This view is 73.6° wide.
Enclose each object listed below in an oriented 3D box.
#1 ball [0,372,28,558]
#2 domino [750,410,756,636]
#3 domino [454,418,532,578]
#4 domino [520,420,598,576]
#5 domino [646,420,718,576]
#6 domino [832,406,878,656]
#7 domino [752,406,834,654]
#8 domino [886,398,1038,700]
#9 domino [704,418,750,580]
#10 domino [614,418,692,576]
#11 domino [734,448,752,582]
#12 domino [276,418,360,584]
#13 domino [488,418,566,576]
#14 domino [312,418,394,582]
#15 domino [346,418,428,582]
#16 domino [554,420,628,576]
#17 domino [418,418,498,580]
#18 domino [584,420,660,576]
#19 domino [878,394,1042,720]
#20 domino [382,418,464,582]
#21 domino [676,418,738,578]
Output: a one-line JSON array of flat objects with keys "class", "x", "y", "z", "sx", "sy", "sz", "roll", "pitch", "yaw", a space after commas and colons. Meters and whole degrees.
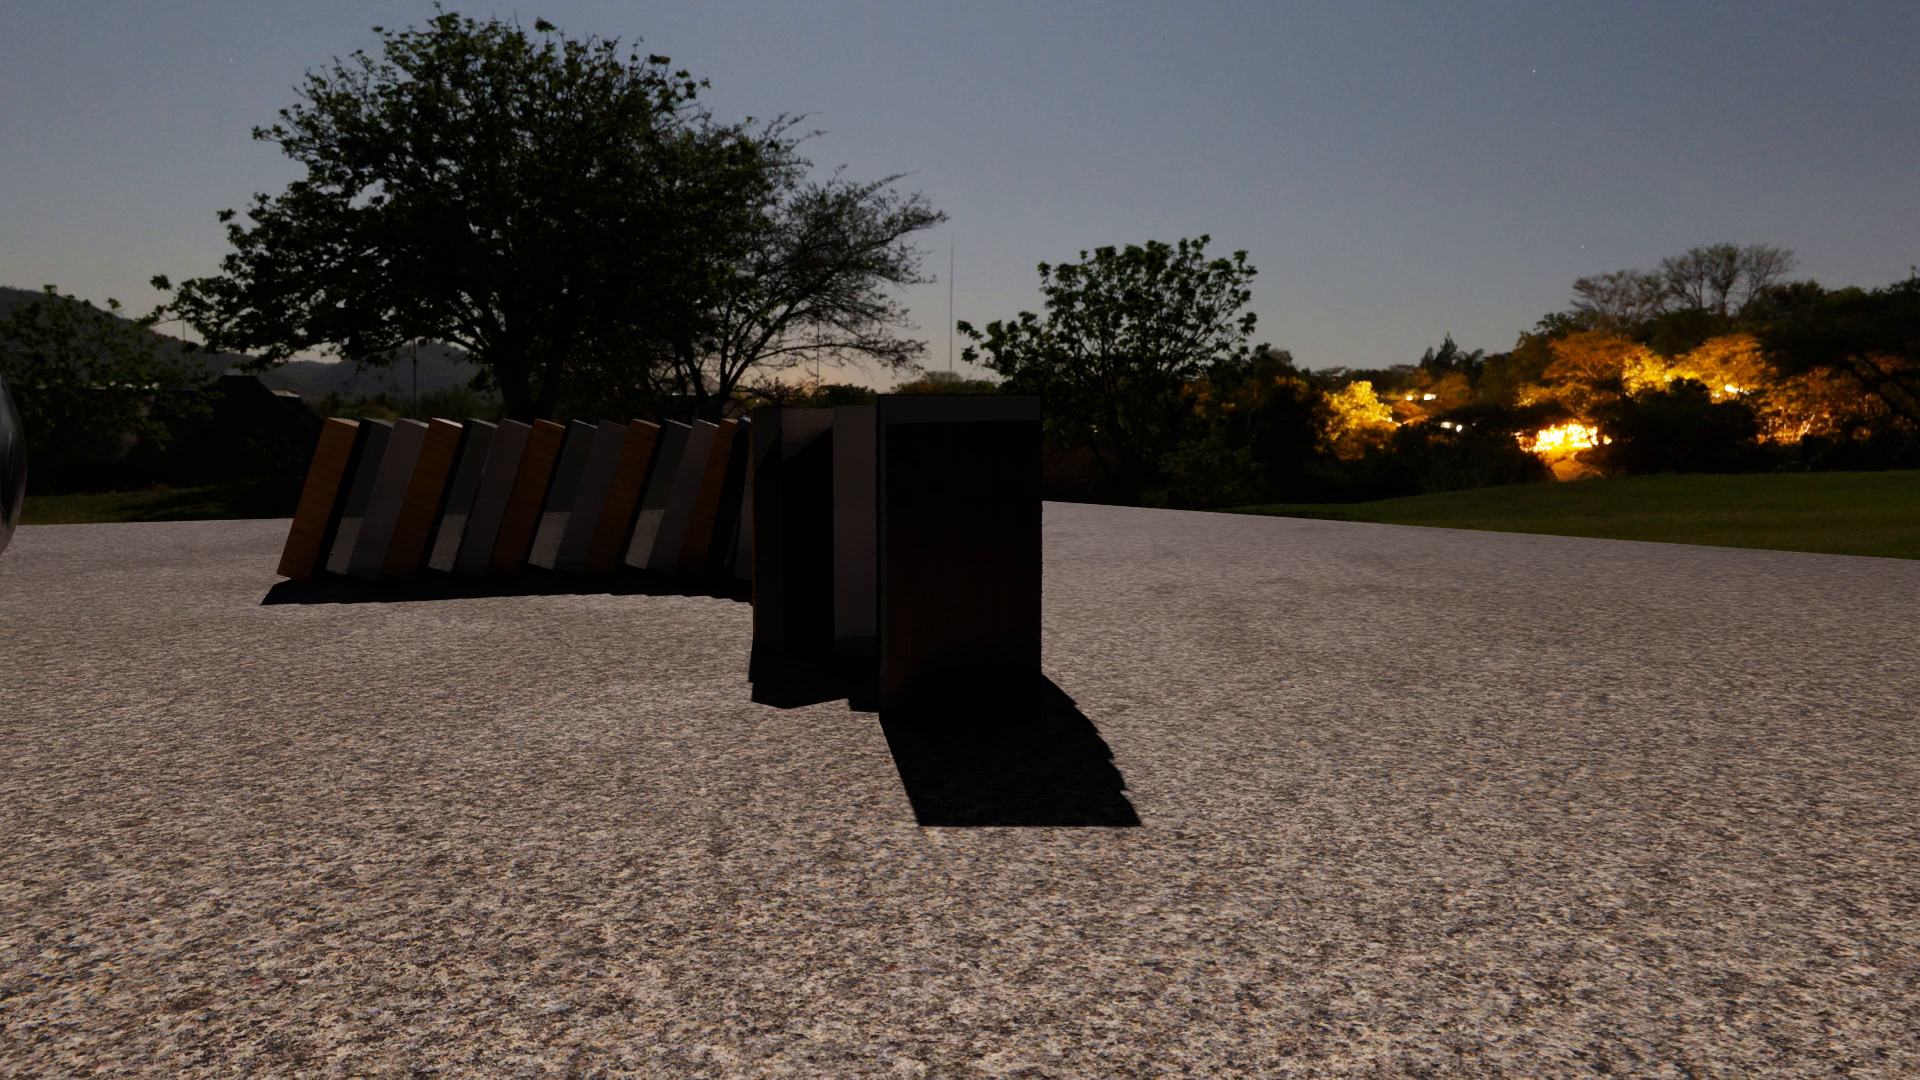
[{"class": "ball", "x": -0.211, "y": -0.014, "z": 0.223, "sx": 0.080, "sy": 0.080, "sz": 0.080, "roll": 0, "pitch": 4, "yaw": 0}, {"class": "domino", "x": -0.034, "y": -0.004, "z": 0.288, "sx": 0.025, "sy": 0.050, "sz": 0.010, "roll": 0, "pitch": 4, "yaw": -4}, {"class": "domino", "x": -0.150, "y": -0.014, "z": 0.418, "sx": 0.010, "sy": 0.050, "sz": 0.025, "roll": 18, "pitch": 1, "yaw": -11}, {"class": "domino", "x": -0.131, "y": -0.015, "z": 0.424, "sx": 0.010, "sy": 0.050, "sz": 0.025, "roll": 18, "pitch": 1, "yaw": -11}, {"class": "domino", "x": -0.089, "y": -0.014, "z": 0.423, "sx": 0.010, "sy": 0.050, "sz": 0.025, "roll": 19, "pitch": 3, "yaw": -6}, {"class": "domino", "x": -0.017, "y": -0.003, "z": 0.268, "sx": 0.009, "sy": 0.050, "sz": 0.025, "roll": 2, "pitch": 5, "yaw": 21}, {"class": "domino", "x": -0.030, "y": -0.003, "z": 0.271, "sx": 0.010, "sy": 0.050, "sz": 0.025, "roll": 4, "pitch": 6, "yaw": 44}, {"class": "domino", "x": 0.000, "y": 0.001, "z": 0.216, "sx": 0.025, "sy": 0.050, "sz": 0.009, "roll": 0, "pitch": 4, "yaw": 2}, {"class": "domino", "x": -0.065, "y": -0.014, "z": 0.411, "sx": 0.010, "sy": 0.050, "sz": 0.025, "roll": 22, "pitch": 14, "yaw": 27}, {"class": "domino", "x": -0.099, "y": -0.014, "z": 0.424, "sx": 0.009, "sy": 0.050, "sz": 0.025, "roll": 18, "pitch": 3, "yaw": -6}, {"class": "domino", "x": -0.056, "y": -0.013, "z": 0.401, "sx": 0.010, "sy": 0.050, "sz": 0.025, "roll": 14, "pitch": 11, "yaw": 32}, {"class": "domino", "x": -0.198, "y": -0.013, "z": 0.403, "sx": 0.010, "sy": 0.050, "sz": 0.025, "roll": 18, "pitch": 0, "yaw": -12}, {"class": "domino", "x": -0.141, "y": -0.014, "z": 0.422, "sx": 0.010, "sy": 0.050, "sz": 0.025, "roll": 18, "pitch": 1, "yaw": -11}, {"class": "domino", "x": -0.188, "y": -0.013, "z": 0.404, "sx": 0.010, "sy": 0.050, "sz": 0.025, "roll": 18, "pitch": 0, "yaw": -12}, {"class": "domino", "x": -0.178, "y": -0.013, "z": 0.406, "sx": 0.010, "sy": 0.050, "sz": 0.025, "roll": 18, "pitch": 0, "yaw": -12}, {"class": "domino", "x": -0.121, "y": -0.015, "z": 0.426, "sx": 0.010, "sy": 0.050, "sz": 0.025, "roll": 18, "pitch": 1, "yaw": -11}, {"class": "domino", "x": -0.159, "y": -0.014, "z": 0.413, "sx": 0.010, "sy": 0.050, "sz": 0.025, "roll": 17, "pitch": 1, "yaw": -12}, {"class": "domino", "x": -0.110, "y": -0.015, "z": 0.425, "sx": 0.010, "sy": 0.050, "sz": 0.025, "roll": 18, "pitch": 3, "yaw": -6}, {"class": "domino", "x": 0.000, "y": 0.002, "z": 0.201, "sx": 0.025, "sy": 0.050, "sz": 0.010, "roll": 0, "pitch": 4, "yaw": 0}, {"class": "domino", "x": -0.169, "y": -0.013, "z": 0.408, "sx": 0.010, "sy": 0.050, "sz": 0.025, "roll": 18, "pitch": 0, "yaw": -12}, {"class": "domino", "x": -0.077, "y": -0.014, "z": 0.419, "sx": 0.010, "sy": 0.050, "sz": 0.025, "roll": 19, "pitch": 6, "yaw": 5}]
